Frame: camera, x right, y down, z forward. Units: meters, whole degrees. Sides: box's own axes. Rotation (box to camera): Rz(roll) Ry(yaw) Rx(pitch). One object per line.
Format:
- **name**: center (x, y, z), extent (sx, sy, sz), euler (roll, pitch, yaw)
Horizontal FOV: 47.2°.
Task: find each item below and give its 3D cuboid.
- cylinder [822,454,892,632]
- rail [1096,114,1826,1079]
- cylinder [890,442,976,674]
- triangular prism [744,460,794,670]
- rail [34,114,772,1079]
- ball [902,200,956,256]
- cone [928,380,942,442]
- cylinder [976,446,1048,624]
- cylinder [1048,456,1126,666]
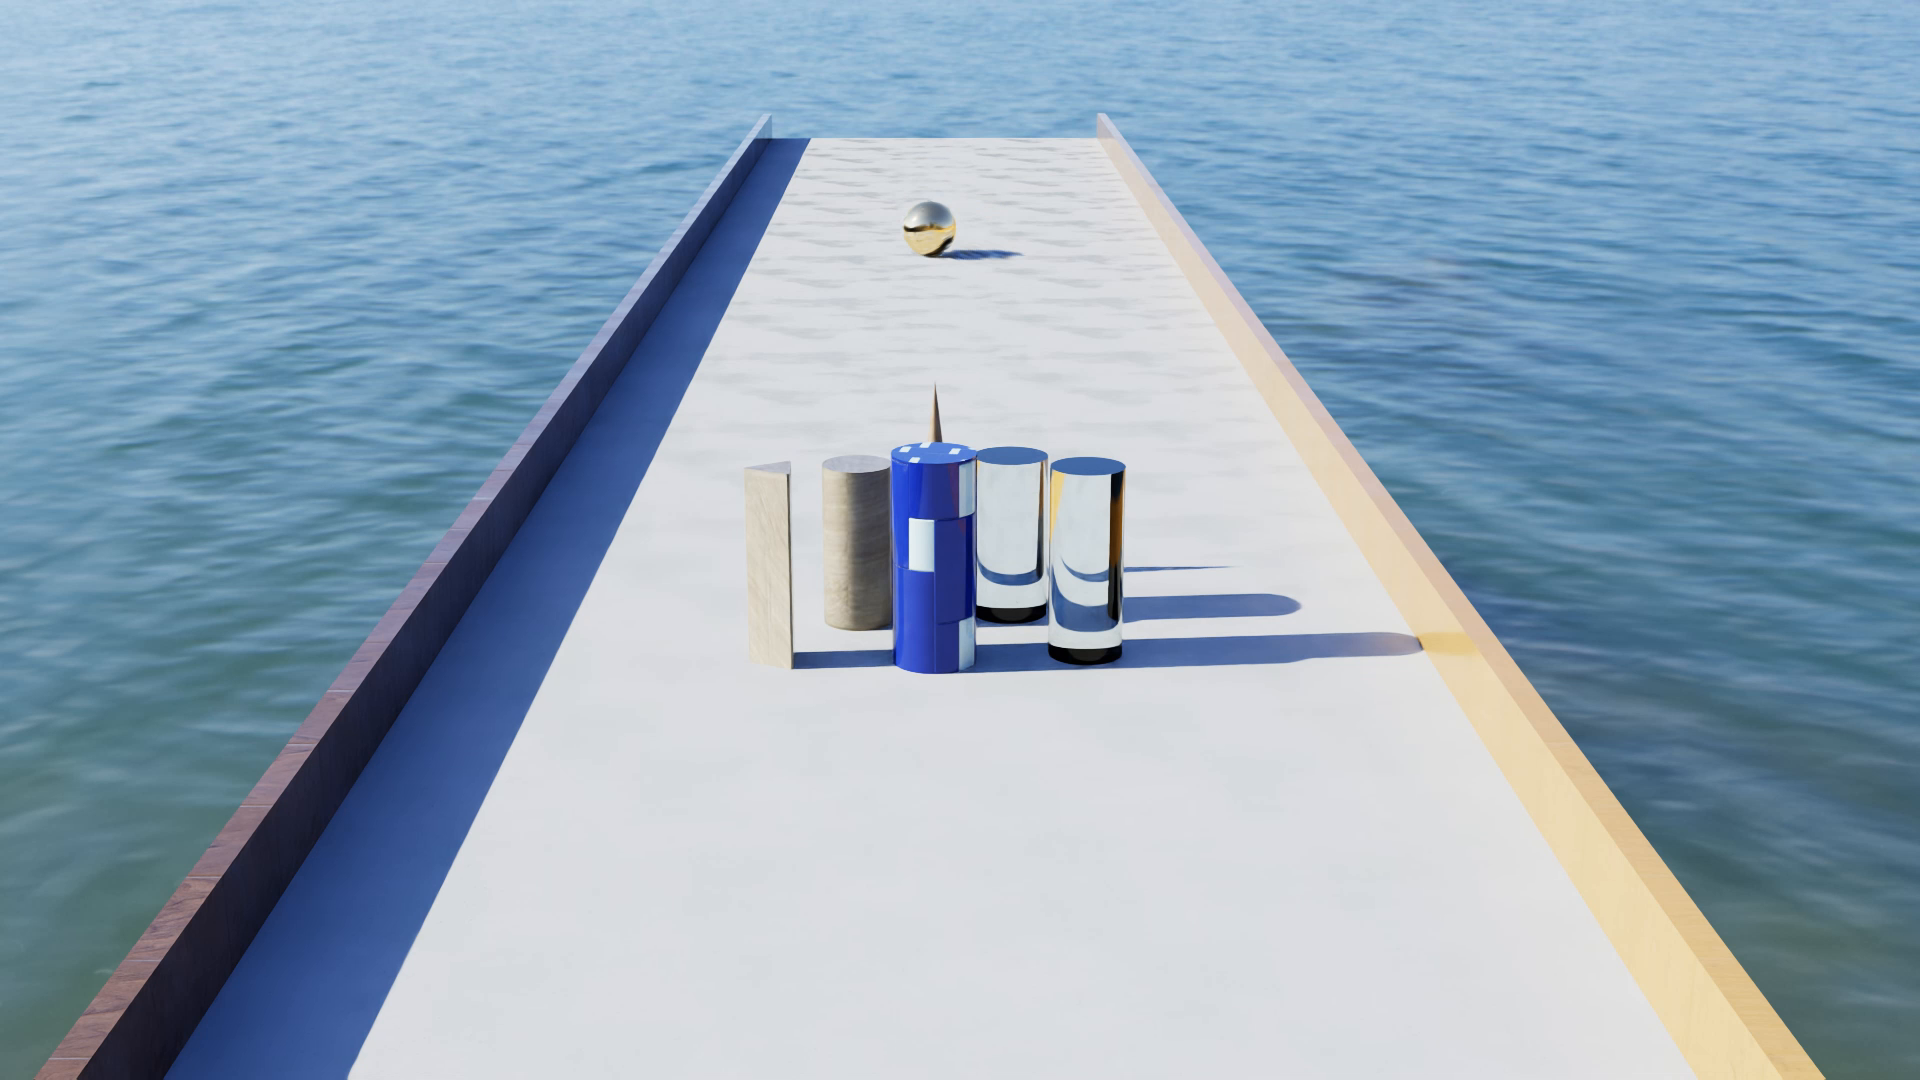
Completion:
- **cylinder**: center (-0.214, 0.005, 4.609), extent (0.147, 0.342, 0.147), euler (0, 17, 0)
- **rail**: center (0.932, -0.844, 7.801), extent (0.050, 0.150, 12.000), euler (0, 17, -1)
- **cylinder**: center (-0.051, 0.035, 4.356), extent (0.169, 0.429, 0.169), euler (0, 17, 0)
- **triangular prism**: center (-0.357, 0.047, 4.366), extent (0.101, 0.401, 0.088), euler (8, 19, 26)
- **rail**: center (-1.118, -0.838, 7.780), extent (0.050, 0.150, 12.000), euler (0, 17, -1)
- **ball**: center (-0.127, -1.307, 9.221), extent (0.228, 0.228, 0.228), euler (0, 17, 0)
- **cone**: center (-0.055, -0.137, 4.899), extent (0.109, 0.449, 0.109), euler (0, 17, 0)
- **cylinder**: center (0.106, -0.012, 4.660), extent (0.159, 0.345, 0.159), euler (0, 17, 0)
- **cylinder**: center (0.253, 0.041, 4.402), extent (0.150, 0.391, 0.150), euler (0, 17, 0)
